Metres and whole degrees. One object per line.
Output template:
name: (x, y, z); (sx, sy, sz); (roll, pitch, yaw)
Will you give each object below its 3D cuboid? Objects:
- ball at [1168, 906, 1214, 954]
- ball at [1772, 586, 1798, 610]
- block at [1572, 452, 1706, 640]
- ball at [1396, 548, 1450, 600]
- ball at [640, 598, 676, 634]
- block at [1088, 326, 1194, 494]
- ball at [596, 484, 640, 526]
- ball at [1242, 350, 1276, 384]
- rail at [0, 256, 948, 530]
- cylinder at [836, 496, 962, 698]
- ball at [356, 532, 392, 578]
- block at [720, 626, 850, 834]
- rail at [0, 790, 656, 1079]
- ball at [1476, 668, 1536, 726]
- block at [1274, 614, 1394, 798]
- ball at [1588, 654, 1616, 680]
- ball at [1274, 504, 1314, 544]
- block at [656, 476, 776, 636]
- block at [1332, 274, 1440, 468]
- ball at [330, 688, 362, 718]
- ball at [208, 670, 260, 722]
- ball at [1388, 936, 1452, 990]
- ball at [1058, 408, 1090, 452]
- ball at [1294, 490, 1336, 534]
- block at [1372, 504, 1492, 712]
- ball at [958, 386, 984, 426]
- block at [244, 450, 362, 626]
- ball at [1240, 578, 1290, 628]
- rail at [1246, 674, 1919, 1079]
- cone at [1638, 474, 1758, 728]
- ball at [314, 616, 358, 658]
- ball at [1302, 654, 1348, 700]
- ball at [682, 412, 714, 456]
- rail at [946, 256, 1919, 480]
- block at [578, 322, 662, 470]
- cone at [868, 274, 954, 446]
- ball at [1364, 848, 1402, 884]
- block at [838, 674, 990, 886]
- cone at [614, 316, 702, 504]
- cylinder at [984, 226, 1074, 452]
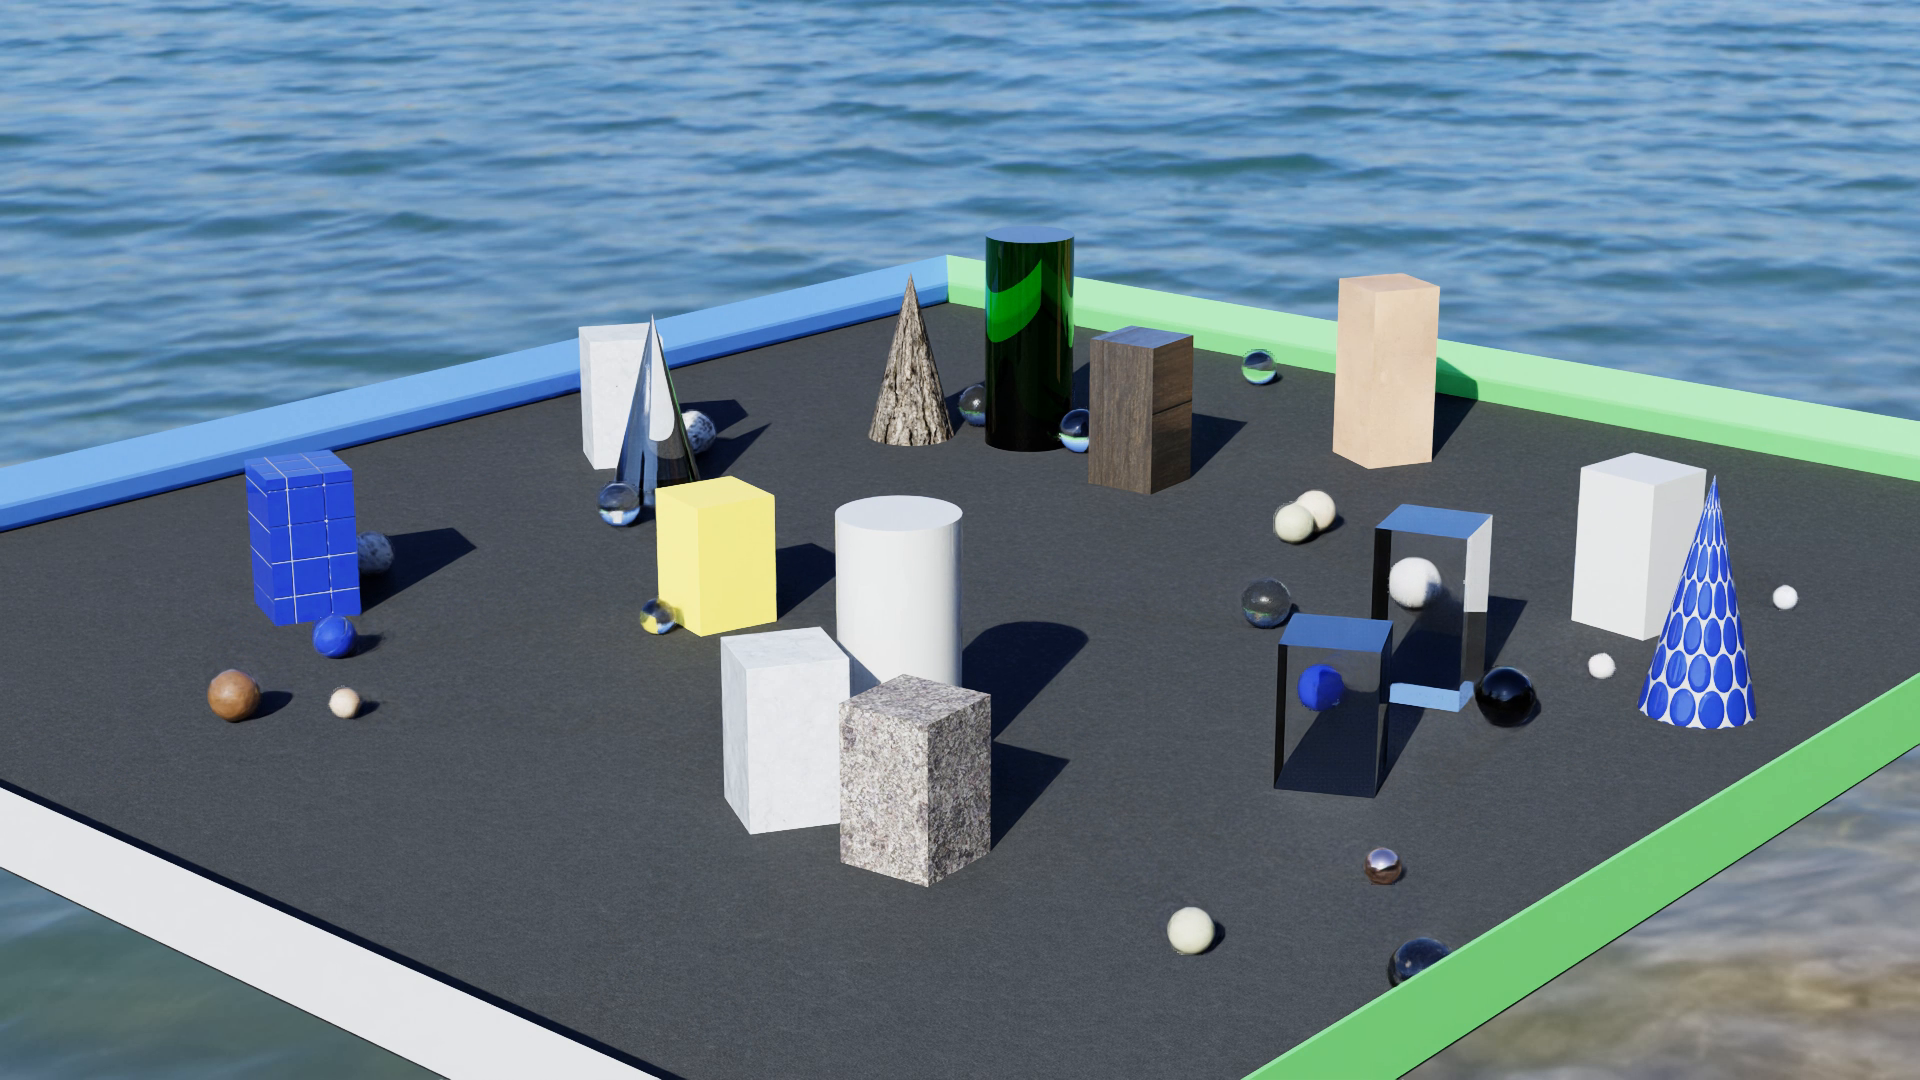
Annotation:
ball: (0.292, 0.493, 3.698); (0.060, 0.060, 0.060); (0, 17, 0)
ball: (1.415, 0.100, 5.025); (0.042, 0.042, 0.042); (0, 17, 0)
block: (1.142, 0.009, 4.935); (0.146, 0.268, 0.146); (-14, 22, -40)
ball: (0.801, 0.060, 5.073); (0.091, 0.091, 0.091); (0, 17, 0)
ball: (-0.506, 0.128, 4.902); (0.060, 0.060, 0.060); (0, 17, 0)
block: (0.356, -0.258, 5.773); (0.146, 0.292, 0.146); (12, 21, 34)
ball: (-0.641, -0.066, 5.505); (0.081, 0.081, 0.081); (0, 17, 0)
ball: (0.670, -0.386, 6.570); (0.076, 0.076, 0.076); (0, 17, 0)
rail: (-1.182, -0.268, 6.104); (0.045, 0.119, 3.557); (14, 22, 39)
cylinder: (-0.088, 0.149, 4.259); (0.183, 0.392, 0.183); (0, 17, 0)
ball: (-1.046, 0.027, 5.195); (0.082, 0.082, 0.082); (0, 17, 0)
block: (-0.246, 0.266, 4.130); (0.146, 0.242, 0.146); (-6, 18, -18)
rail: (-1.151, 0.414, 3.853); (3.178, 0.119, 0.045); (14, 22, 39)
ball: (0.834, 0.239, 4.482); (0.090, 0.090, 0.090); (0, 17, 0)
block: (0.543, 0.239, 4.257); (0.146, 0.221, 0.146); (4, 17, 14)
ball: (1.026, 0.202, 4.688); (0.042, 0.042, 0.042); (0, 17, 0)
ball: (0.616, -0.030, 5.400); (0.073, 0.073, 0.073); (0, 17, 0)
block: (-0.412, 0.026, 4.961); (0.146, 0.222, 0.146); (-11, 20, -32)
block: (0.862, -0.344, 5.938); (0.146, 0.362, 0.146); (-7, 18, -21)
ball: (-0.946, 0.252, 4.514); (0.048, 0.048, 0.048); (0, 17, 0)
ball: (-1.115, 0.238, 4.503); (0.080, 0.080, 0.080); (0, 17, 0)
ball: (0.561, 0.524, 3.551); (0.086, 0.086, 0.086); (0, 17, 0)
ball: (0.247, -0.224, 6.015); (0.089, 0.089, 0.089); (0, 17, 0)
ball: (0.661, -0.053, 5.463); (0.080, 0.080, 0.080); (0, 17, 0)
block: (0.737, 0.105, 4.598); (0.146, 0.280, 0.146); (8, 18, 24)
ball: (0.040, -0.285, 6.223); (0.085, 0.085, 0.085); (0, 17, 0)
block: (-1.121, -0.005, 5.003); (0.146, 0.256, 0.146); (-8, 19, -26)
ball: (0.514, 0.105, 4.934); (0.084, 0.084, 0.084); (0, 17, 0)
rail: (1.182, 0.327, 4.139); (0.045, 0.119, 3.557); (14, 22, 39)
cone: (1.147, 0.081, 4.509); (0.183, 0.378, 0.183); (0, 17, 0)
ball: (-1.020, 0.158, 4.785); (0.070, 0.070, 0.070); (0, 17, 0)
ball: (0.572, 0.215, 4.594); (0.072, 0.072, 0.072); (0, 17, 0)
ball: (-0.546, -0.217, 5.986); (0.091, 0.091, 0.091); (0, 17, 0)
rail: (1.151, -0.354, 6.390); (3.178, 0.119, 0.045); (14, 22, 39)
block: (-0.684, -0.293, 5.946); (0.146, 0.261, 0.146); (-5, 17, -15)
cone: (-0.102, -0.388, 6.109); (0.183, 0.348, 0.183); (0, 17, 0)
ball: (0.563, 0.435, 3.907); (0.049, 0.049, 0.049); (0, 17, 0)
block: (-0.060, 0.323, 3.967); (0.146, 0.229, 0.146); (12, 20, 33)
cone: (-0.592, -0.265, 5.686); (0.183, 0.357, 0.183); (0, 17, 0)
cylinder: (0.143, -0.415, 6.048); (0.183, 0.436, 0.183); (0, 17, 0)
